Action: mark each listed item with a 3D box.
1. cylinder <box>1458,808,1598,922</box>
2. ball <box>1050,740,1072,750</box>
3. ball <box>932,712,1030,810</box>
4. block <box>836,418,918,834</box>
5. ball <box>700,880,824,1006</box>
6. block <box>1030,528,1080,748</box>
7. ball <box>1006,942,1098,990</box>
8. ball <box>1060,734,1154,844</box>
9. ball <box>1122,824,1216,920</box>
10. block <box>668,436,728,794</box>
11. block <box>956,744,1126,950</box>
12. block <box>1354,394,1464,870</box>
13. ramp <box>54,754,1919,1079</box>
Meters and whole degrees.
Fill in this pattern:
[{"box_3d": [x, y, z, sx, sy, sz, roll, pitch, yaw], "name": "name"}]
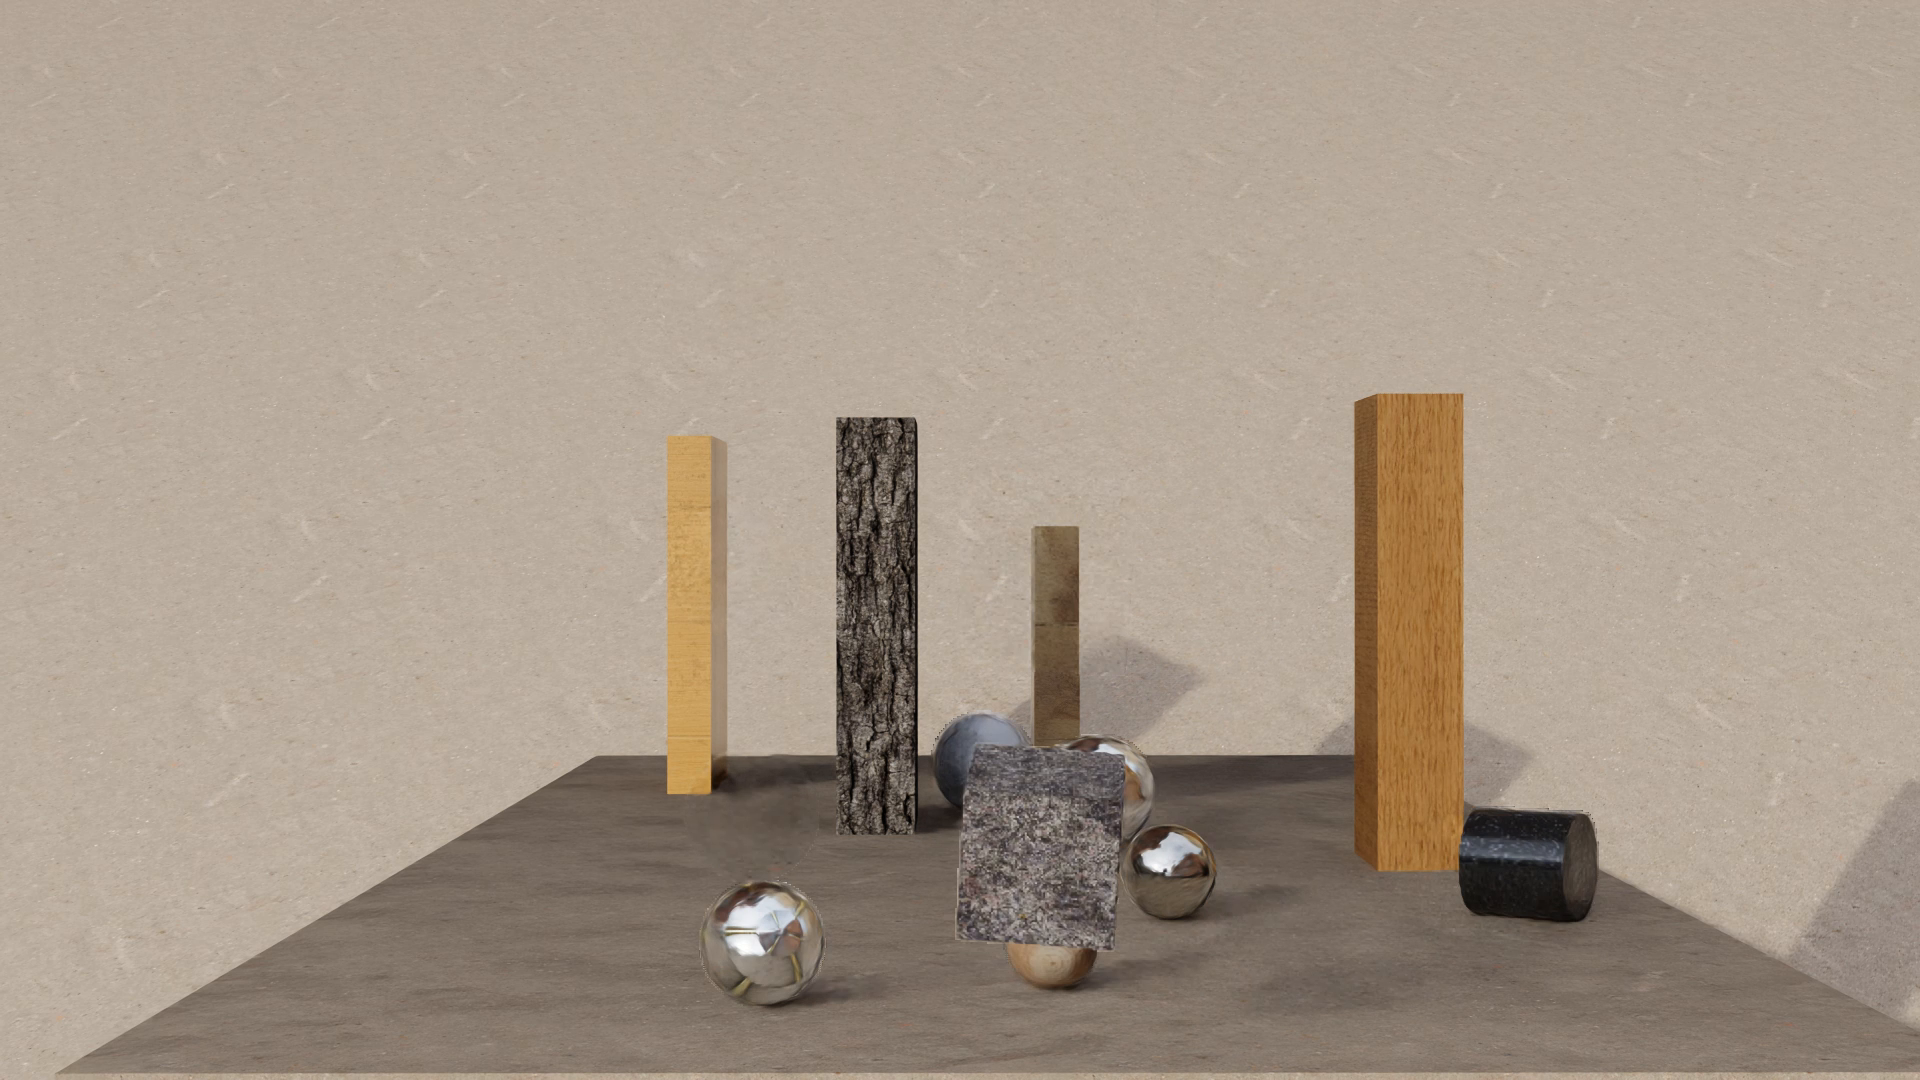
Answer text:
[{"box_3d": [0.828, 0.471, 3.767, 0.155, 0.155, 0.155, 0, 26, 32], "name": "cylinder"}, {"box_3d": [0.219, 0.462, 4.835, 0.177, 0.177, 0.177, 0, 30, 0], "name": "ball"}, {"box_3d": [0.046, 0.450, 5.207, 0.204, 0.204, 0.204, 0, 30, 0], "name": "ball"}, {"box_3d": [-0.158, 0.161, 5.014, 0.147, 0.781, 0.346, 0, 0, 0], "name": "block"}, {"box_3d": [-0.233, 0.476, 3.054, 0.146, 0.146, 0.146, 0, 30, 0], "name": "ball"}, {"box_3d": [0.210, 0.262, 5.750, 0.099, 0.580, 0.265, 0, 0, 0], "name": "block"}, {"box_3d": [0.113, 0.492, 3.166, 0.114, 0.114, 0.114, 0, 30, 0], "name": "ball"}, {"box_3d": [0.247, 0.450, 4.623, 0.202, 0.202, 0.202, 0, 30, 0], "name": "ball"}, {"box_3d": [0.303, 0.481, 3.754, 0.137, 0.137, 0.137, 0, 30, 0], "name": "ball"}, {"box_3d": [-0.590, 0.163, 5.833, 0.095, 0.780, 0.401, 0, 0, 0], "name": "block"}, {"box_3d": [0.086, 0.317, 2.689, 0.159, 0.159, 0.159, 4, 13, 4], "name": "block"}, {"box_3d": [0.766, 0.153, 4.431, 0.143, 0.794, 0.252, 0, 0, 0], "name": "block"}, {"box_3d": [0.067, 0.601, 4.662, 2.000, 0.100, 4.000, 0, 0, 0], "name": "ramp"}]
